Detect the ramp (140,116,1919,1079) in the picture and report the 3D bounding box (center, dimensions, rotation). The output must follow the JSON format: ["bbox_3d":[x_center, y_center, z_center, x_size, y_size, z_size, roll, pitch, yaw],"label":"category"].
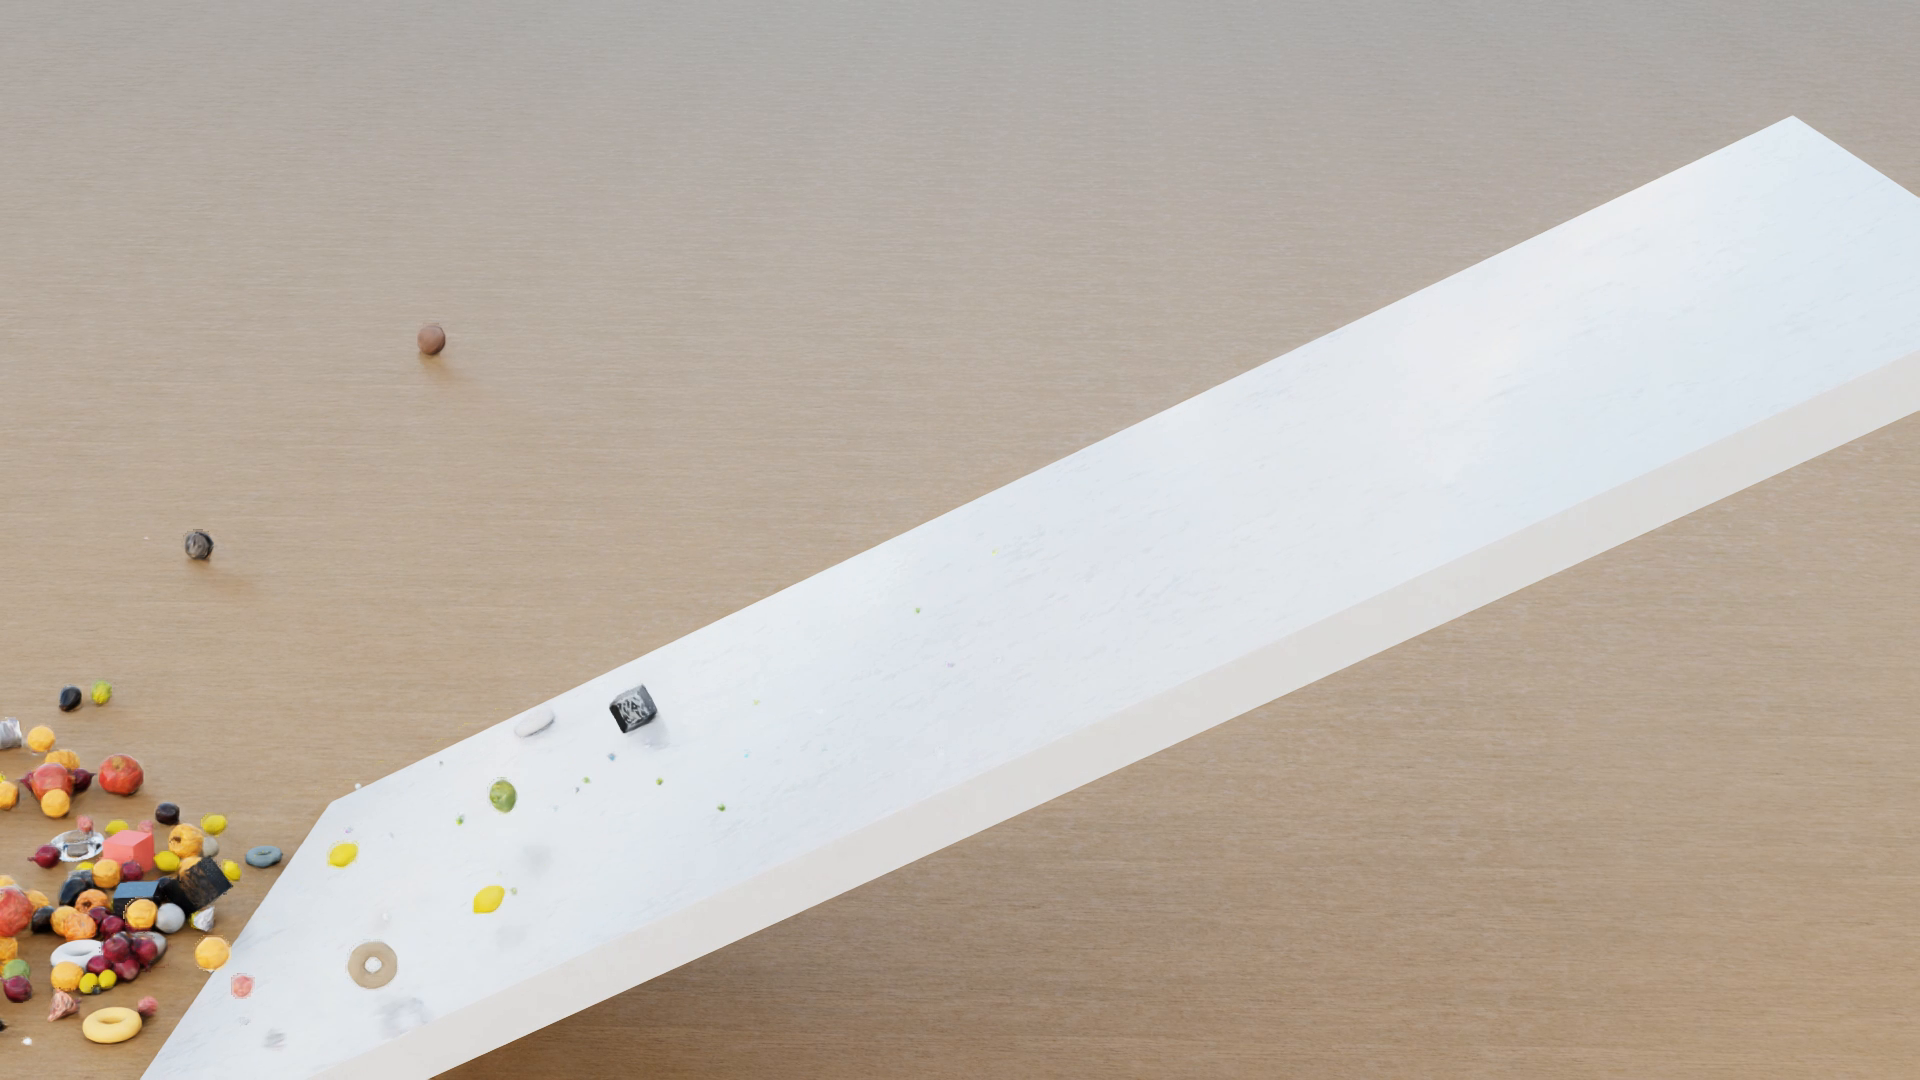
[{"bbox_3d":[0.139,0.168,6.281,4.000,0.100,2.000,-25,14,10],"label":"ramp"}]

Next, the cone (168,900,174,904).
[{"bbox_3d":[-1.883,0.880,7.141,0.067,0.067,0.067,26,16,-5],"label":"cone"}]

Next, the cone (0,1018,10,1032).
[{"bbox_3d":[-2.122,1.072,6.494,0.066,0.066,0.066,10,-7,30],"label":"cone"}]

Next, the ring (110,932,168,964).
[{"bbox_3d":[-1.918,0.953,6.871,0.130,0.043,0.130,-1,15,0],"label":"ring"}]

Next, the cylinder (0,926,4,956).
[{"bbox_3d":[-2.274,0.938,6.884,0.064,0.064,0.064,0,17,0],"label":"cylinder"}]

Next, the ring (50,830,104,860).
[{"bbox_3d":[-2.242,0.775,7.468,0.137,0.046,0.137,-1,16,0],"label":"ring"}]

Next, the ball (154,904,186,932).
[{"bbox_3d":[-1.881,0.900,7.002,0.070,0.070,0.070,0,17,0],"label":"ball"}]

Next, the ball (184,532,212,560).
[{"bbox_3d":[-2.571,0.019,9.928,0.095,0.095,0.095,0,17,0],"label":"ball"}]

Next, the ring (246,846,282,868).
[{"bbox_3d":[-1.756,0.798,7.416,0.092,0.031,0.092,-1,18,0],"label":"ring"}]

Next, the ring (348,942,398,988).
[{"bbox_3d":[-1.156,0.837,5.791,0.098,0.098,0.033,-5,14,-16],"label":"ring"}]

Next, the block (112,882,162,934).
[{"bbox_3d":[-1.967,0.879,7.033,0.093,0.093,0.093,-2,17,-5],"label":"block"}]

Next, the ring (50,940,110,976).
[{"bbox_3d":[-2.039,0.968,6.819,0.134,0.045,0.134,0,18,0],"label":"ring"}]

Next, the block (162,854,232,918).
[{"bbox_3d":[-1.840,0.838,7.099,0.096,0.096,0.096,-34,3,24],"label":"block"}]

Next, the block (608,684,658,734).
[{"bbox_3d":[-0.755,0.391,6.804,0.073,0.073,0.073,-23,14,17],"label":"block"}]

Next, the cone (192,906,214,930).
[{"bbox_3d":[-1.788,0.891,6.994,0.054,0.054,0.054,29,21,-12],"label":"cone"}]

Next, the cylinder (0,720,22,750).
[{"bbox_3d":[-2.662,0.543,8.192,0.078,0.078,0.078,-9,19,-26],"label":"cylinder"}]

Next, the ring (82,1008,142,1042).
[{"bbox_3d":[-1.869,1.069,6.483,0.126,0.042,0.126,1,17,0],"label":"ring"}]

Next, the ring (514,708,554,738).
[{"bbox_3d":[-1.046,0.449,7.227,0.109,0.036,0.109,-27,13,7],"label":"ring"}]

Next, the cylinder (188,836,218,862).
[{"bbox_3d":[-1.912,0.782,7.433,0.052,0.052,0.052,10,19,30],"label":"cylinder"}]

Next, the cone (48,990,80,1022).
[{"bbox_3d":[-2.013,1.052,6.559,0.068,0.068,0.068,11,46,33],"label":"cone"}]

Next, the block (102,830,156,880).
[{"bbox_3d":[-2.078,0.786,7.356,0.088,0.088,0.088,6,17,18],"label":"block"}]

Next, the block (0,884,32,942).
[{"bbox_3d":[-2.272,0.890,6.986,0.099,0.099,0.099,-11,20,-33],"label":"block"}]
